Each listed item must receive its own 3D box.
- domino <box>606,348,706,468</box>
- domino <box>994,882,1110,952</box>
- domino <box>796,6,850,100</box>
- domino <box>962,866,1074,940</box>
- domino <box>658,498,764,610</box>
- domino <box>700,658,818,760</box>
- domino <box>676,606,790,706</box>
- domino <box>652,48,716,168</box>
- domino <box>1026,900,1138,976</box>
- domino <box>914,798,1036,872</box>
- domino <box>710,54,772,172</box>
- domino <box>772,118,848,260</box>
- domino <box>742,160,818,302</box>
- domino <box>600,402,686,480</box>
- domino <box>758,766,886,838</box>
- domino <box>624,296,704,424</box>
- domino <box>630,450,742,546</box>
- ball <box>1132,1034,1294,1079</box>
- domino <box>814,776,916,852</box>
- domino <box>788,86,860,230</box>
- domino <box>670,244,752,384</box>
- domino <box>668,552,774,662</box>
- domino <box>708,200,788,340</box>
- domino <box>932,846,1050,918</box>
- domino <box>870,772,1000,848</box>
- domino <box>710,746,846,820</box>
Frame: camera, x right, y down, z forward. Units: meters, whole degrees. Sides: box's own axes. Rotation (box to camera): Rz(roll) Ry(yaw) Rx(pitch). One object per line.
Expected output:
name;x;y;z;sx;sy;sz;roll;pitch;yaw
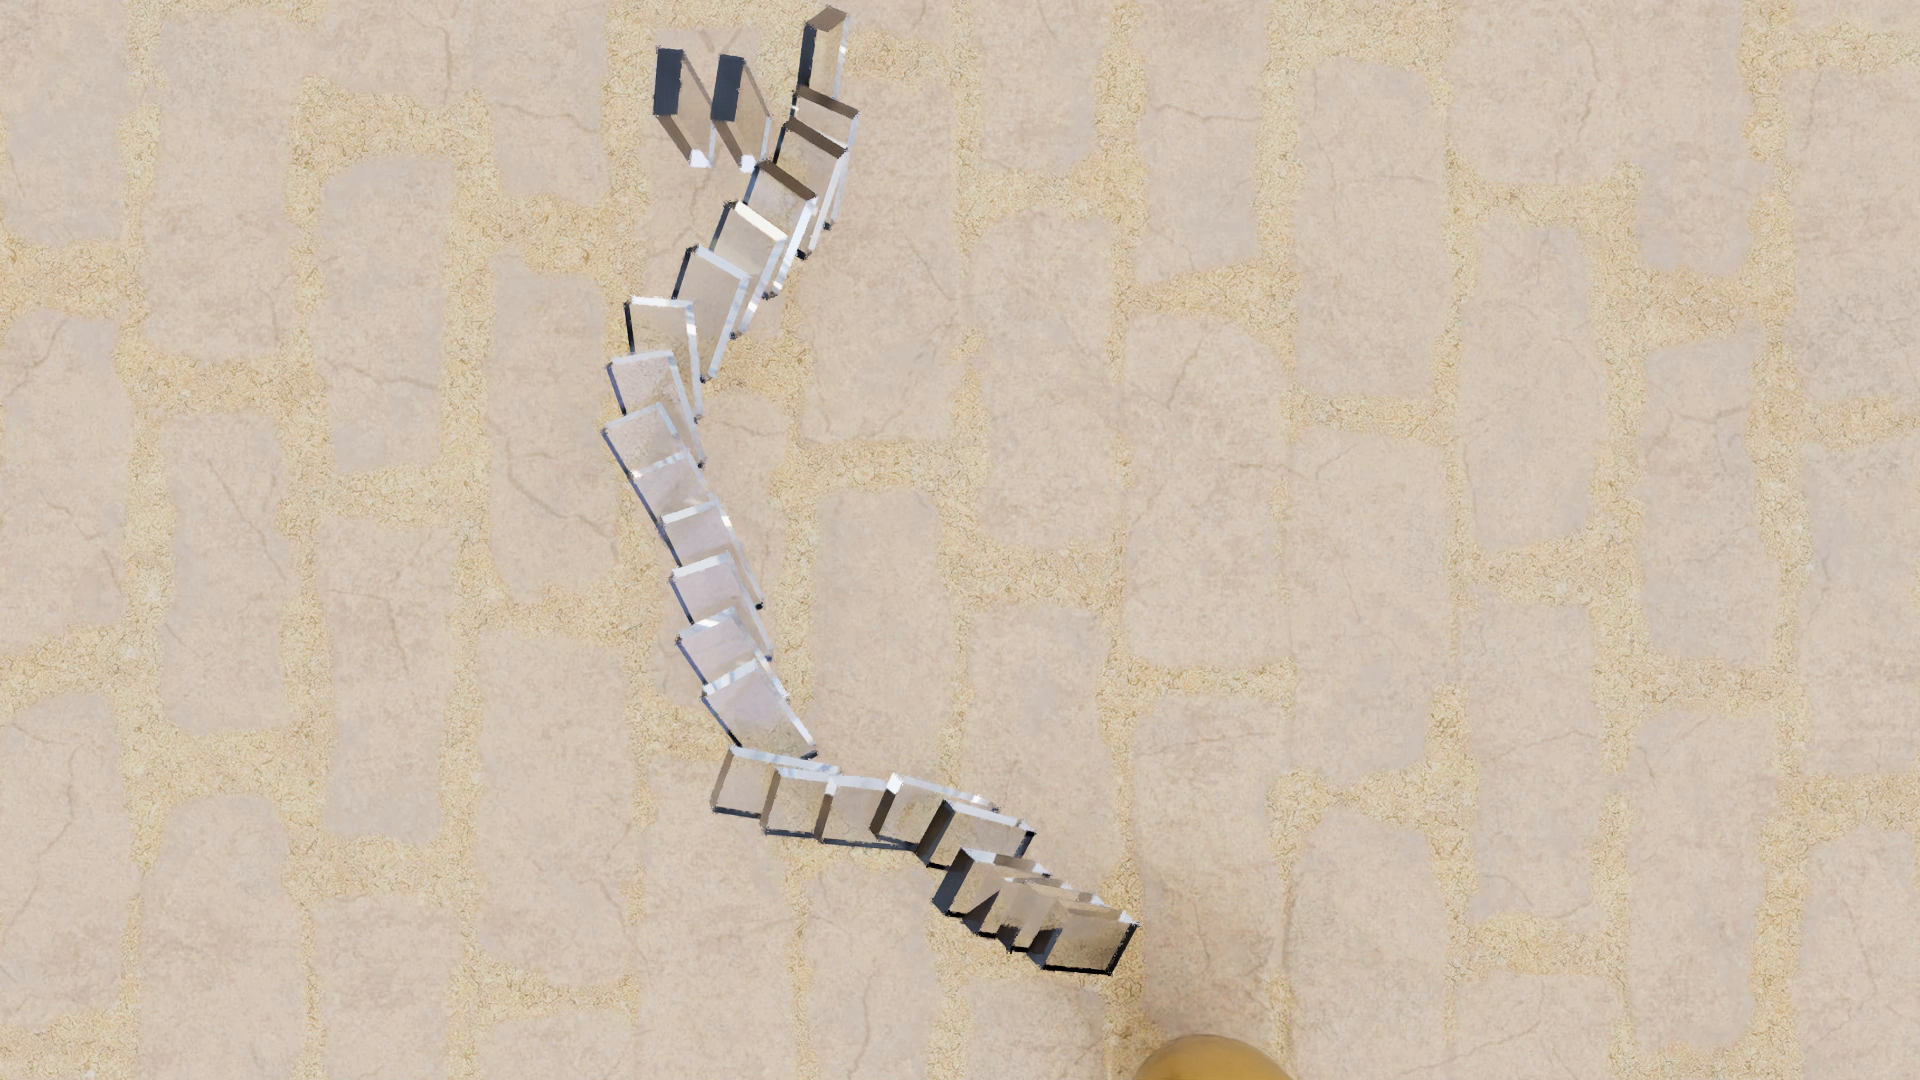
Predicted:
domino;-0.126;-0.053;0.383;0.025;0.009;0.050;-9;119;1
domino;0.039;0.158;0.380;0.050;0.010;0.025;29;90;-41
domino;-0.057;-0.186;0.373;0.009;0.050;0.025;22;47;0
domino;0.026;0.152;0.380;0.050;0.010;0.025;29;90;-41
domino;-0.103;0.010;0.385;0.025;0.010;0.050;-18;117;0
domino;-0.084;0.077;0.385;0.025;0.009;0.050;-29;115;0
domino;-0.095;0.055;0.385;0.025;0.010;0.050;-25;116;0
domino;-0.112;-0.175;0.375;0.010;0.050;0.025;5;90;0
domino;0.052;0.165;0.380;0.050;0.010;0.025;29;90;-41
domino;0.007;0.126;0.380;0.050;0.010;0.025;29;90;-40
domino;-0.089;-0.173;0.375;0.009;0.050;0.025;9;90;0
domino;-0.066;-0.144;0.378;0.025;0.050;0.009;31;46;-3
domino;-0.080;-0.128;0.380;0.025;0.009;0.050;36;130;0
domino;-0.125;-0.030;0.384;0.025;0.010;0.050;-22;119;1
domino;-0.056;0.111;0.383;0.050;0.010;0.025;15;95;-27
domino;-0.123;-0.075;0.383;0.025;0.010;0.050;4;120;1
domino;-0.114;-0.010;0.384;0.025;0.009;0.050;-22;117;1
ball;0.102;0.240;0.360;0.080;0.080;0.080;0;90;0
domino;-0.033;0.115;0.384;0.050;0.009;0.025;15;93;-27
domino;-0.059;-0.156;0.378;0.025;0.050;0.010;23;47;-2
domino;-0.108;-0.094;0.383;0.025;0.009;0.050;30;120;0
domino;-0.099;0.032;0.385;0.025;0.009;0.050;-18;116;0
domino;-0.094;-0.112;0.382;0.025;0.009;0.050;36;124;0
domino;0.014;0.144;0.380;0.050;0.010;0.025;28;91;-41
domino;-0.010;0.117;0.384;0.050;0.010;0.025;24;90;-28
domino;-0.076;0.104;0.383;0.050;0.009;0.025;19;95;-27
